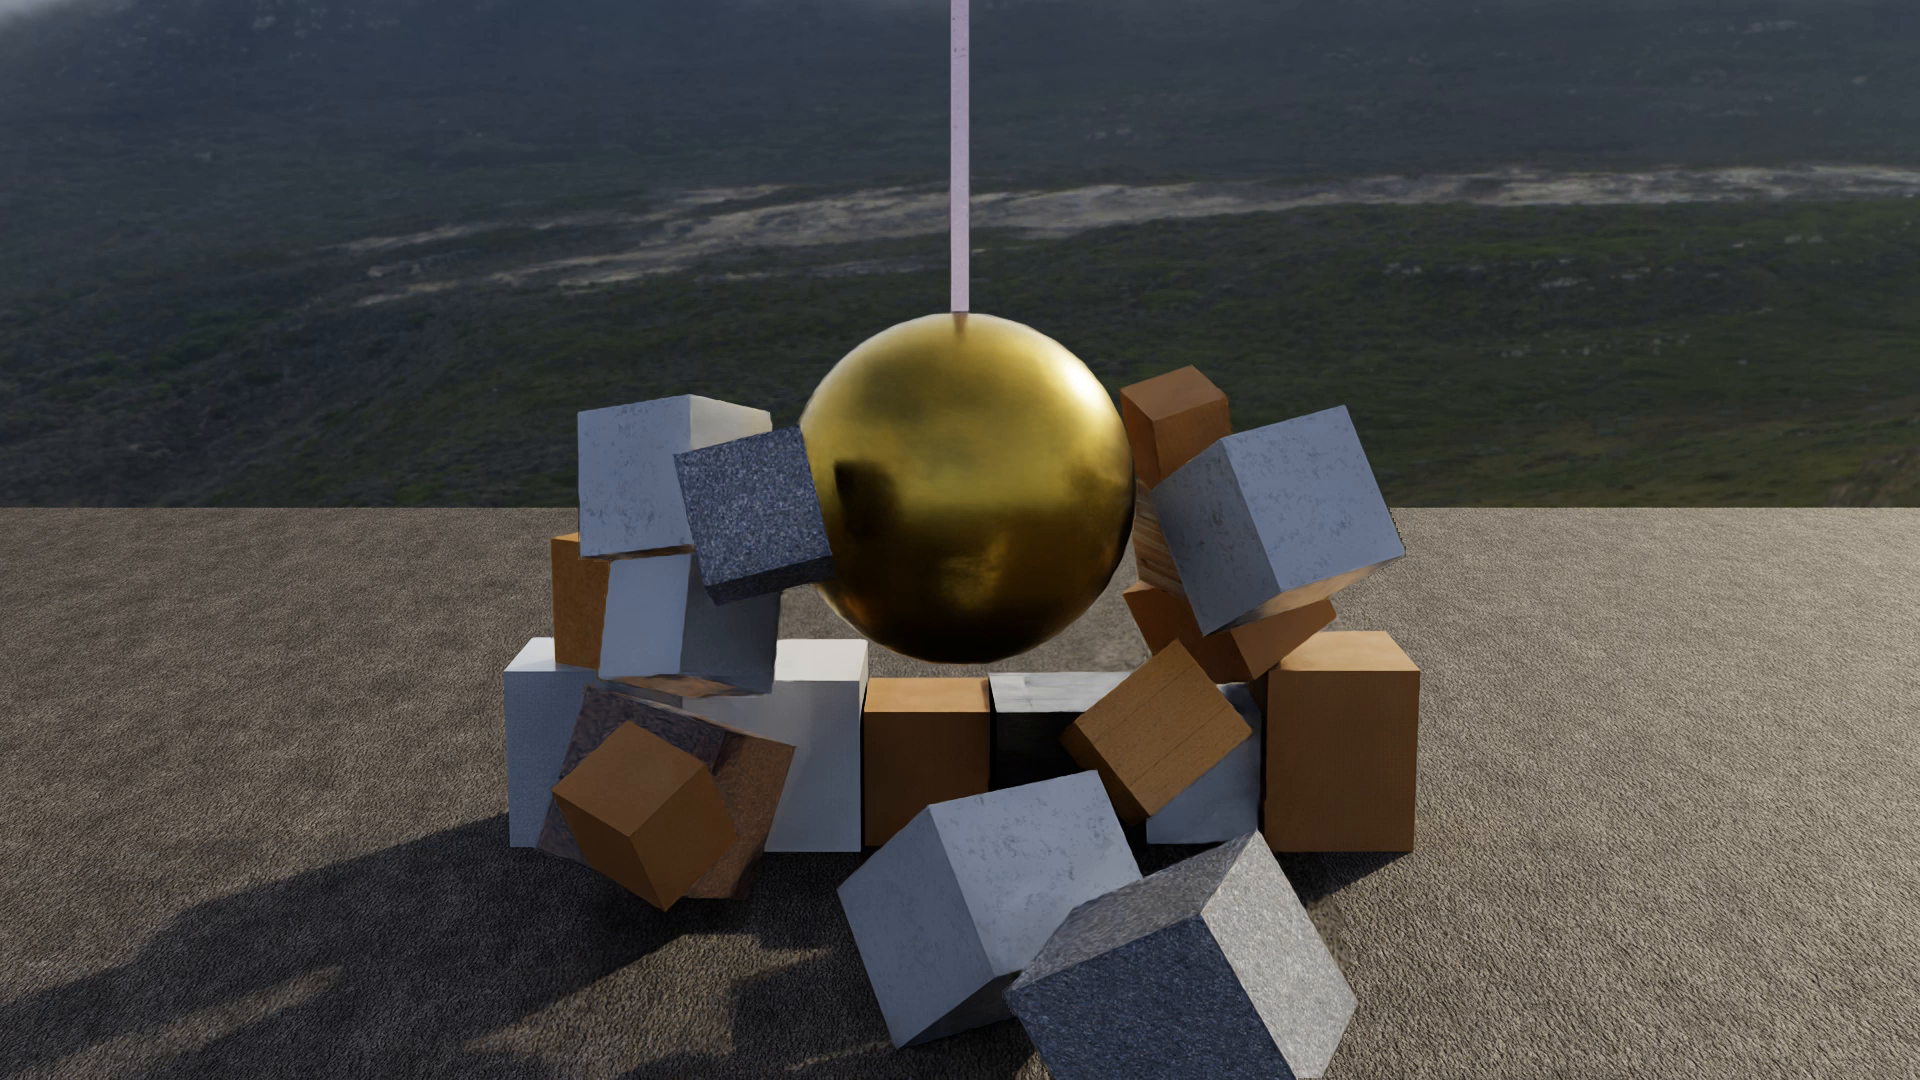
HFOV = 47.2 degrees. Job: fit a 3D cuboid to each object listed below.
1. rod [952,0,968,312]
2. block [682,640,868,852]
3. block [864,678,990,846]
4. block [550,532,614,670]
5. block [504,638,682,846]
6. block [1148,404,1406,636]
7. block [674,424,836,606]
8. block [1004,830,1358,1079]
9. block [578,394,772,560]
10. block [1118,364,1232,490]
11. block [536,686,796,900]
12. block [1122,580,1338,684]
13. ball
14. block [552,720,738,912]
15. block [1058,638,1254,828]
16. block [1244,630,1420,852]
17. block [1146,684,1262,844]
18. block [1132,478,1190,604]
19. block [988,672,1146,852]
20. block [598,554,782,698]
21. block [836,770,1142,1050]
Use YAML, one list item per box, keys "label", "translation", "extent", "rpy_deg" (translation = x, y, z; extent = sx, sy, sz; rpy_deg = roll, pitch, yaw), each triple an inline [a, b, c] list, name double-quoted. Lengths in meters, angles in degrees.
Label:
- label: "rod"
  translation: [0.000, -3.629, 10.019]
  extent: [0.080, 5.200, 0.080]
  rpy_deg: [0, -1, 0]
- label: "block"
  translation: [-0.932, 1.044, 11.370]
  extent: [0.876, 0.879, 0.917]
  rpy_deg: [0, 10, 0]
- label: "block"
  translation: [-0.165, 1.136, 11.378]
  extent: [0.631, 0.695, 0.712]
  rpy_deg: [0, 10, 0]
- label: "block"
  translation: [-1.588, 0.278, 11.178]
  extent: [0.613, 0.637, 0.736]
  rpy_deg: [6, 12, 31]
- label: "block"
  translation: [-1.820, 1.031, 11.355]
  extent: [0.887, 0.909, 0.751]
  rpy_deg: [0, 10, 0]
- label: "block"
  translation: [1.368, -0.077, 9.609]
  extent: [0.653, 0.698, 0.719]
  rpy_deg: [-15, -11, -25]
- label: "block"
  translation: [-0.839, -0.094, 9.076]
  extent: [0.523, 0.553, 0.517]
  rpy_deg: [-14, -10, -4]
- label: "block"
  translation: [0.765, 1.562, 7.498]
  extent: [0.796, 0.704, 0.680]
  rpy_deg: [-29, 3, 28]
- label: "block"
  translation: [-1.307, -0.261, 10.165]
  extent: [0.646, 0.671, 0.619]
  rpy_deg: [-6, -8, 30]
- label: "block"
  translation: [1.037, -0.503, 10.427]
  extent: [0.383, 0.448, 0.401]
  rpy_deg: [-19, 31, -11]
- label: "block"
  translation: [-1.327, 1.169, 10.064]
  extent: [0.707, 0.749, 0.822]
  rpy_deg: [15, -5, 20]
- label: "block"
  translation: [1.371, 0.330, 11.198]
  extent: [0.653, 0.563, 0.676]
  rpy_deg: [-33, 11, -32]
- label: "ball"
  translation: [0.000, -0.230, 9.981]
  extent: [1.600, 1.600, 1.600]
  rpy_deg: [0, 10, 0]
- label: "block"
  translation: [-1.315, 1.153, 9.214]
  extent: [0.489, 0.493, 0.448]
  rpy_deg: [23, 54, 36]
- label: "block"
  translation: [0.925, 0.933, 10.537]
  extent: [0.639, 0.566, 0.564]
  rpy_deg: [-37, -7, -12]
- label: "block"
  translation: [1.892, 1.021, 11.350]
  extent: [0.747, 0.930, 0.887]
  rpy_deg: [0, 10, 0]
- label: "block"
  translation: [1.215, 1.148, 11.368]
  extent: [0.588, 0.673, 0.604]
  rpy_deg: [0, 10, 0]
- label: "block"
  translation: [1.274, -0.070, 10.587]
  extent: [0.638, 0.529, 0.638]
  rpy_deg: [-29, 35, -27]
- label: "block"
  translation: [0.539, 1.131, 11.313]
  extent: [0.748, 0.726, 0.821]
  rpy_deg: [0, 10, -2]
- label: "block"
  translation: [-1.216, 0.399, 9.970]
  extent: [0.520, 0.535, 0.585]
  rpy_deg: [-5, -15, 39]
- label: "block"
  translation: [0.145, 1.449, 8.634]
  extent: [0.810, 0.689, 0.832]
  rpy_deg: [-8, -25, -35]
